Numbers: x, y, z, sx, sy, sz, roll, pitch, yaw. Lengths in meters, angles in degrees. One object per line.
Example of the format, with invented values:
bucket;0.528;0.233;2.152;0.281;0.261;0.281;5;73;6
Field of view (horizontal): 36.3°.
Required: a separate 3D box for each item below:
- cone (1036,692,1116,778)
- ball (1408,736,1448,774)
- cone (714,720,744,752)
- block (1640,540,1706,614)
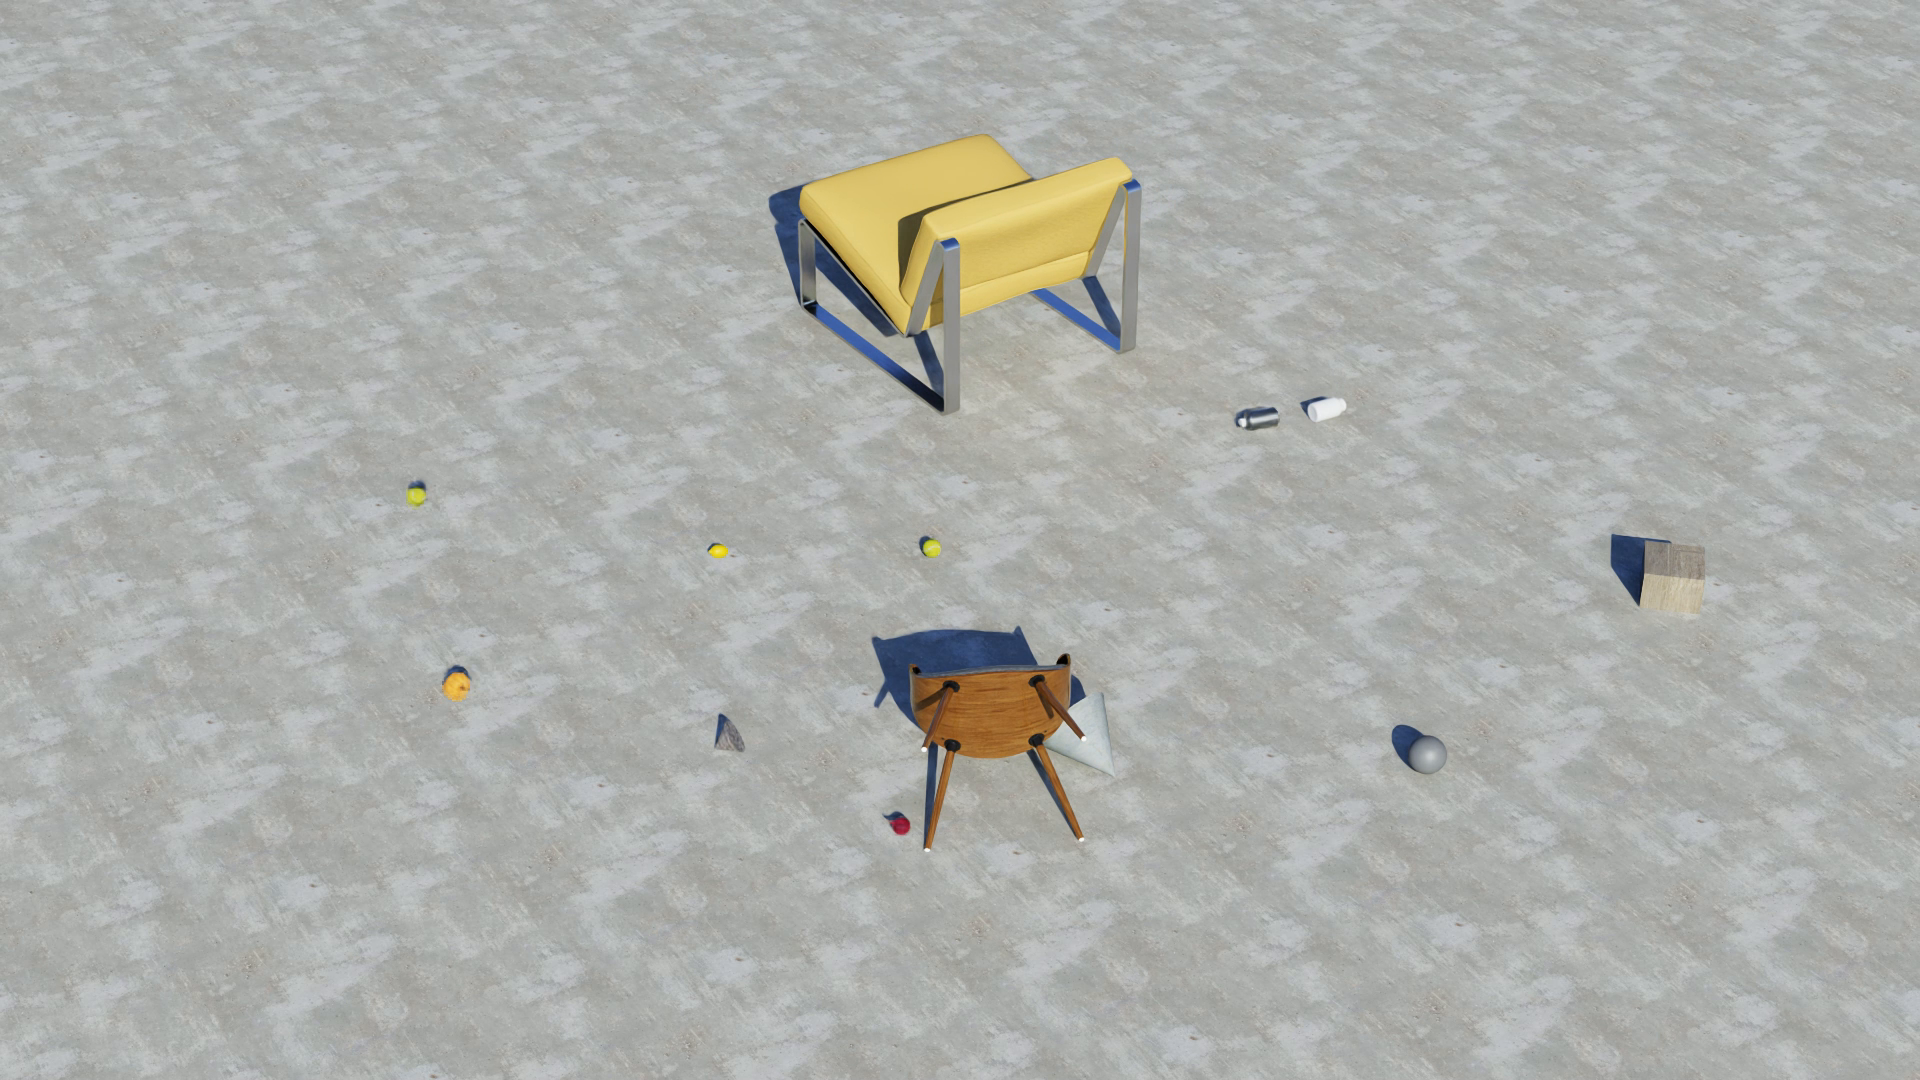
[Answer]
cone;0.443;0.694;9.781;0.283;0.277;0.253;-25;69;-39
ball;1.553;0.714;9.742;0.131;0.131;0.131;0;33;0
cone;-0.793;0.682;9.865;0.087;0.112;0.121;-32;72;14
block;2.576;0.135;10.605;0.213;0.148;0.219;6;34;10
